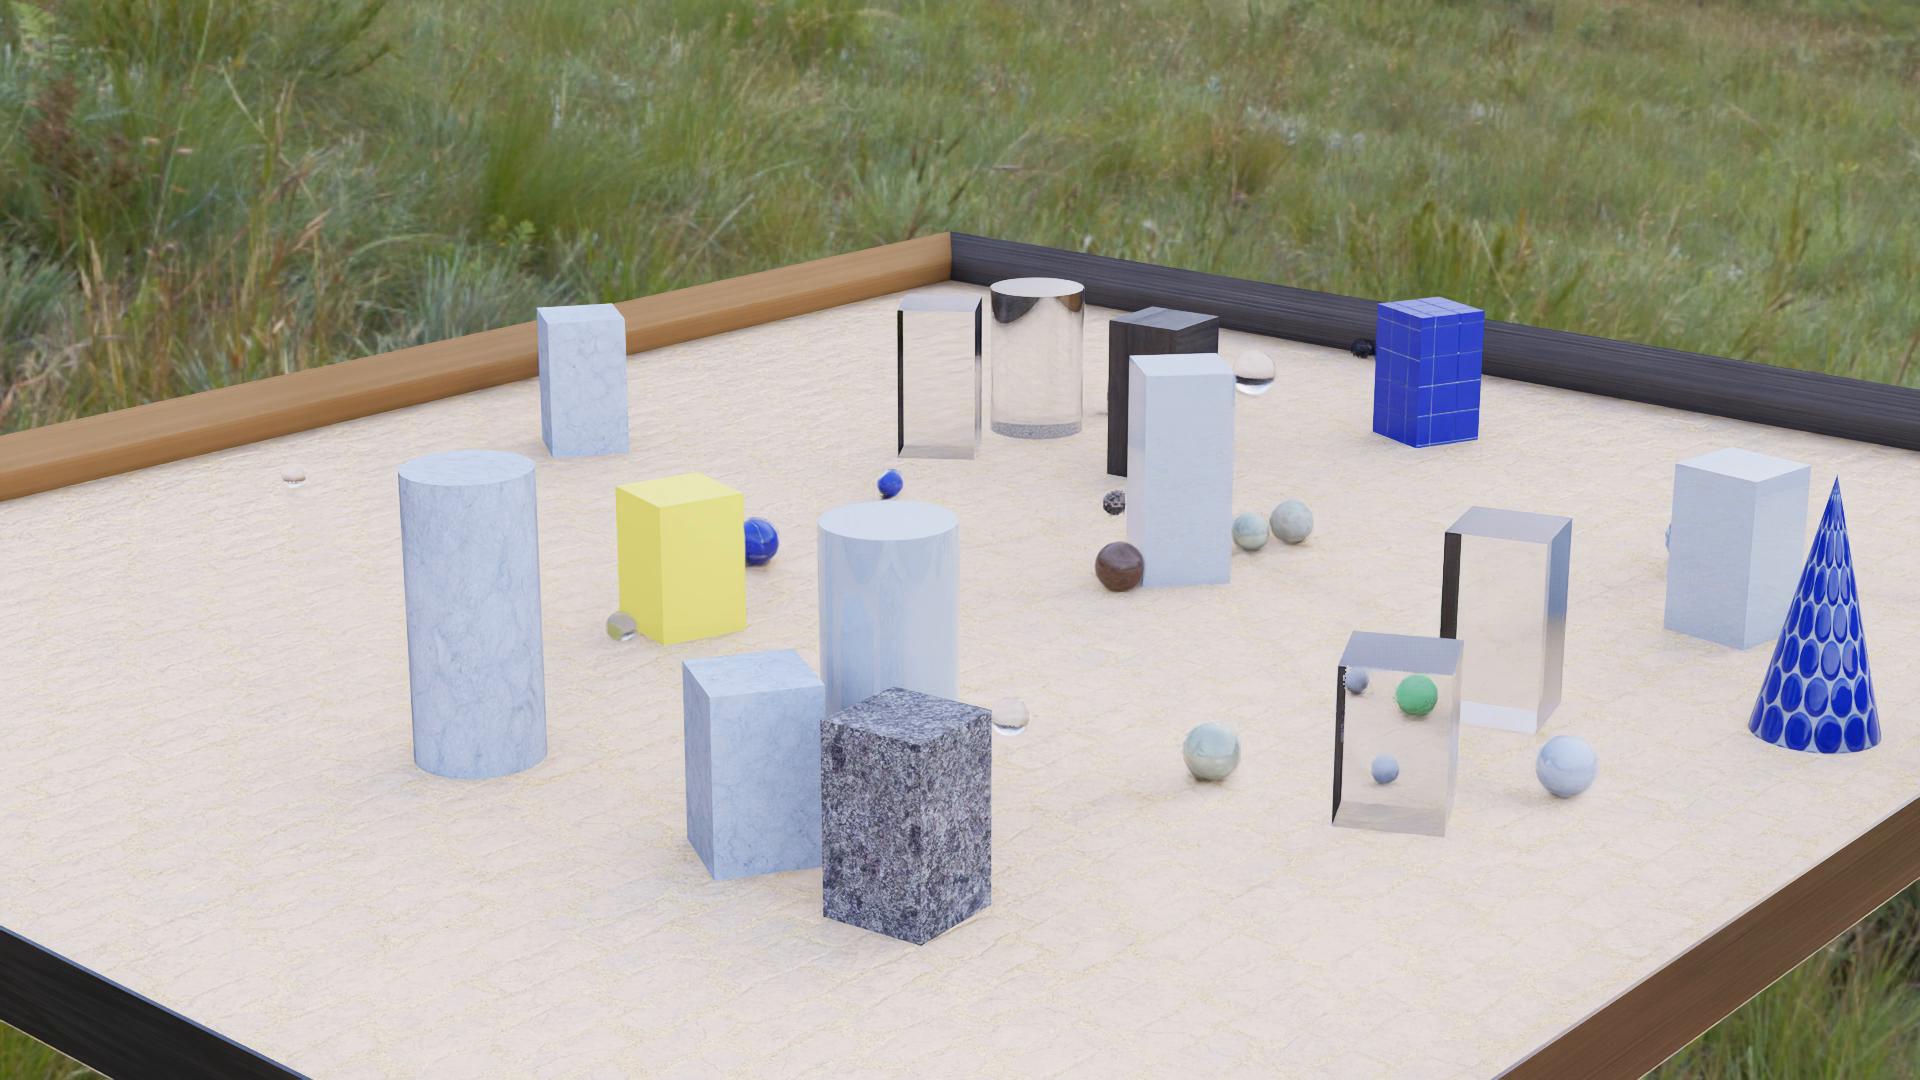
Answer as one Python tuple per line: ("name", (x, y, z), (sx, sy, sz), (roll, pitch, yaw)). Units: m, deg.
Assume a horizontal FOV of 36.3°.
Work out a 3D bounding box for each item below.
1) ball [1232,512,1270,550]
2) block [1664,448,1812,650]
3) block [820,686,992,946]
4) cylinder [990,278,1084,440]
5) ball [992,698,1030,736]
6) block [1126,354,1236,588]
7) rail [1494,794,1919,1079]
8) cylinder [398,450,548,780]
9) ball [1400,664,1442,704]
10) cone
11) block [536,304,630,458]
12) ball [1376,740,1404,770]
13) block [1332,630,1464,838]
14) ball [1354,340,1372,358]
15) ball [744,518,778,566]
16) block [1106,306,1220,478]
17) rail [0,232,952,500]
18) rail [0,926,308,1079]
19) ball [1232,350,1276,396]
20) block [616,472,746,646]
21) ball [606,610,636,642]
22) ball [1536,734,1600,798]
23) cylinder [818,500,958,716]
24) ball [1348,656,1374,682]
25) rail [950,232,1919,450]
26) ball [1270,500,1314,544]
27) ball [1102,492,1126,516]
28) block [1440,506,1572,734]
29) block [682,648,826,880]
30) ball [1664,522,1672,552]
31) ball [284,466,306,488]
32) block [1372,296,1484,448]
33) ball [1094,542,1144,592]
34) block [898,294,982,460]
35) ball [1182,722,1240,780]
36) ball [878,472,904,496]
("ball", (0.533, -0.015, 5.380), (0.070, 0.070, 0.070), (0, 17, 0))
("block", (1.300, 0.013, 4.909), (0.158, 0.289, 0.158), (-14, 22, -40))
("block", (-0.069, 0.355, 3.802), (0.158, 0.273, 0.158), (11, 20, 33))
("cylinder", (0.162, -0.385, 6.202), (0.197, 0.305, 0.197), (0, 17, 0))
("ball", (0.075, 0.269, 4.455), (0.060, 0.060, 0.060), (0, 17, 0))
("block", (0.390, -0.125, 5.204), (0.158, 0.382, 0.158), (-2, 17, -7))
("rail", (1.336, 0.367, 4.009), (0.045, 0.128, 4.052), (14, 22, 39))
("cylinder", (-0.716, 0.108, 4.319), (0.197, 0.446, 0.197), (0, 17, 0))
("ball", (0.722, 0.225, 4.592), (0.065, 0.065, 0.065), (0, 17, 0))
("cone", (1.307, 0.097, 4.425), (0.197, 0.407, 0.197), (0, 17, 0))
("block", (-0.780, -0.330, 6.061), (0.158, 0.281, 0.158), (-5, 17, -15))
("ball", (0.634, 0.318, 4.324), (0.042, 0.042, 0.042), (0, 17, 0))
("block", (0.618, 0.272, 4.136), (0.158, 0.239, 0.158), (4, 17, 14))
("ball", (0.943, -0.447, 6.863), (0.042, 0.042, 0.042), (0, 17, 0))
("ball", (-0.369, 0.004, 5.293), (0.084, 0.084, 0.084), (0, 17, 0))
("block", (0.405, -0.289, 5.865), (0.158, 0.315, 0.158), (12, 20, 34))
("rail", (-1.336, -0.303, 6.231), (0.045, 0.128, 4.052), (14, 22, 39))
("rail", (-1.313, 0.468, 3.672), (3.587, 0.128, 0.045), (14, 22, 39))
("ball", (0.653, -0.371, 6.512), (0.098, 0.098, 0.098), (0, 17, 0))
("block", (-0.470, 0.030, 4.938), (0.158, 0.239, 0.158), (-11, 20, -32))
("ball", (-0.565, 0.144, 4.887), (0.051, 0.051, 0.051), (0, 17, 0))
("ball", (0.873, 0.325, 4.218), (0.090, 0.090, 0.090), (0, 17, 0))
("cylinder", (-0.100, 0.174, 4.140), (0.197, 0.423, 0.197), (0, 17, 0))
("ball", (0.642, 0.206, 4.698), (0.041, 0.041, 0.041), (0, 17, 0))
("rail", (1.313, -0.404, 6.567), (3.587, 0.128, 0.045), (14, 22, 39))
("ball", (0.614, -0.034, 5.426), (0.080, 0.080, 0.080), (0, 17, 0))
("ball", (0.296, -0.069, 5.603), (0.045, 0.045, 0.045), (0, 17, 0))
("block", (0.839, 0.121, 4.525), (0.158, 0.302, 0.158), (8, 18, 24))
("block", (-0.280, 0.304, 3.992), (0.158, 0.261, 0.158), (-6, 18, -18))
("ball", (1.320, -0.001, 5.300), (0.090, 0.090, 0.090), (0, 17, 0))
("ball", (-1.314, -0.126, 5.792), (0.044, 0.044, 0.044), (0, 17, 0))
("block", (0.980, -0.352, 6.143), (0.158, 0.276, 0.158), (-8, 19, -26))
("ball", (0.280, 0.046, 5.147), (0.088, 0.088, 0.088), (0, 17, 0))
("block", (-0.041, -0.337, 6.033), (0.158, 0.309, 0.158), (2, 17, 5))
("ball", (0.367, 0.309, 4.280), (0.085, 0.085, 0.085), (0, 17, 0))
("ball", (-0.136, -0.109, 5.726), (0.051, 0.051, 0.051), (0, 17, 0))
